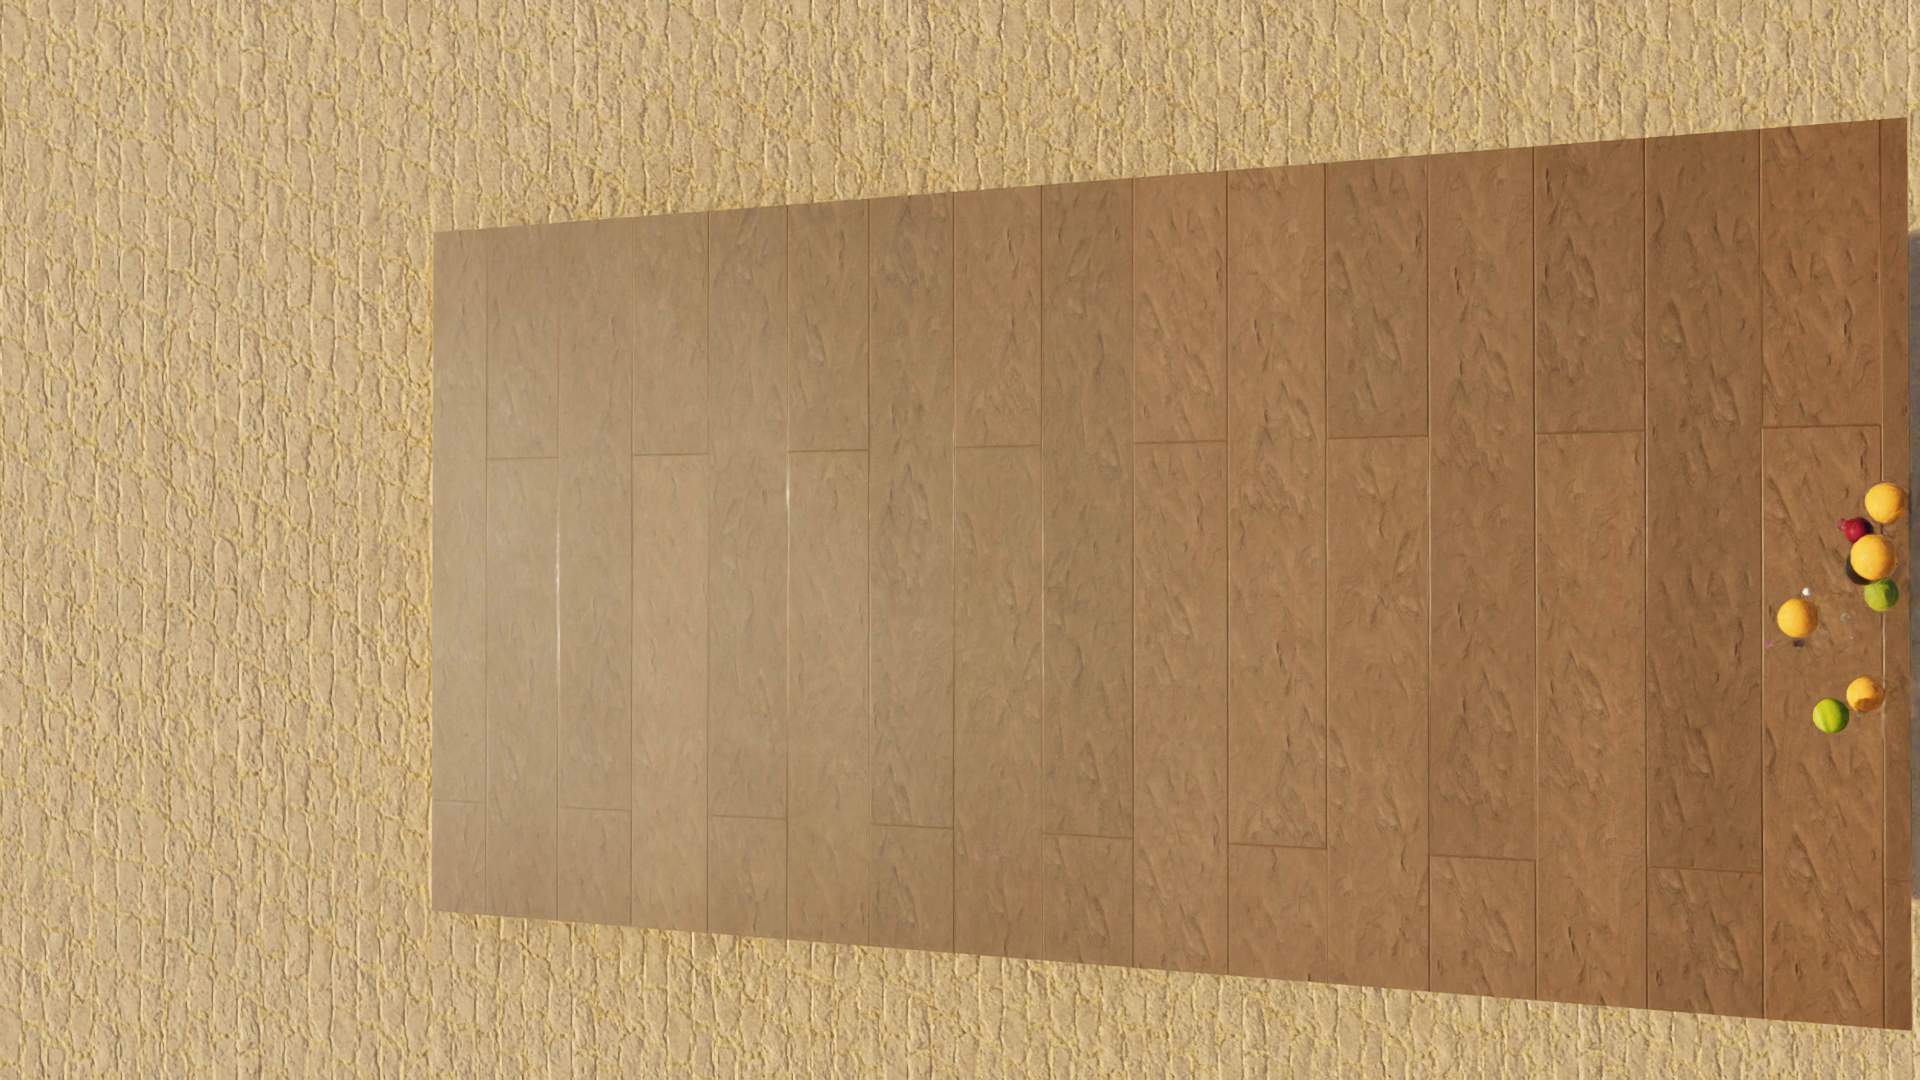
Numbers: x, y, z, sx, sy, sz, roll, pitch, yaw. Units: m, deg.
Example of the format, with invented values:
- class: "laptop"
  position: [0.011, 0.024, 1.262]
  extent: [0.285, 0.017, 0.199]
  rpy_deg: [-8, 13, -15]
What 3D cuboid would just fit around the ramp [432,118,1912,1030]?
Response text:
- class: "ramp"
  position: [0.282, 0.082, 5.695]
  extent: [4.000, 0.100, 2.000]
  rpy_deg: [0, 89, 25]
